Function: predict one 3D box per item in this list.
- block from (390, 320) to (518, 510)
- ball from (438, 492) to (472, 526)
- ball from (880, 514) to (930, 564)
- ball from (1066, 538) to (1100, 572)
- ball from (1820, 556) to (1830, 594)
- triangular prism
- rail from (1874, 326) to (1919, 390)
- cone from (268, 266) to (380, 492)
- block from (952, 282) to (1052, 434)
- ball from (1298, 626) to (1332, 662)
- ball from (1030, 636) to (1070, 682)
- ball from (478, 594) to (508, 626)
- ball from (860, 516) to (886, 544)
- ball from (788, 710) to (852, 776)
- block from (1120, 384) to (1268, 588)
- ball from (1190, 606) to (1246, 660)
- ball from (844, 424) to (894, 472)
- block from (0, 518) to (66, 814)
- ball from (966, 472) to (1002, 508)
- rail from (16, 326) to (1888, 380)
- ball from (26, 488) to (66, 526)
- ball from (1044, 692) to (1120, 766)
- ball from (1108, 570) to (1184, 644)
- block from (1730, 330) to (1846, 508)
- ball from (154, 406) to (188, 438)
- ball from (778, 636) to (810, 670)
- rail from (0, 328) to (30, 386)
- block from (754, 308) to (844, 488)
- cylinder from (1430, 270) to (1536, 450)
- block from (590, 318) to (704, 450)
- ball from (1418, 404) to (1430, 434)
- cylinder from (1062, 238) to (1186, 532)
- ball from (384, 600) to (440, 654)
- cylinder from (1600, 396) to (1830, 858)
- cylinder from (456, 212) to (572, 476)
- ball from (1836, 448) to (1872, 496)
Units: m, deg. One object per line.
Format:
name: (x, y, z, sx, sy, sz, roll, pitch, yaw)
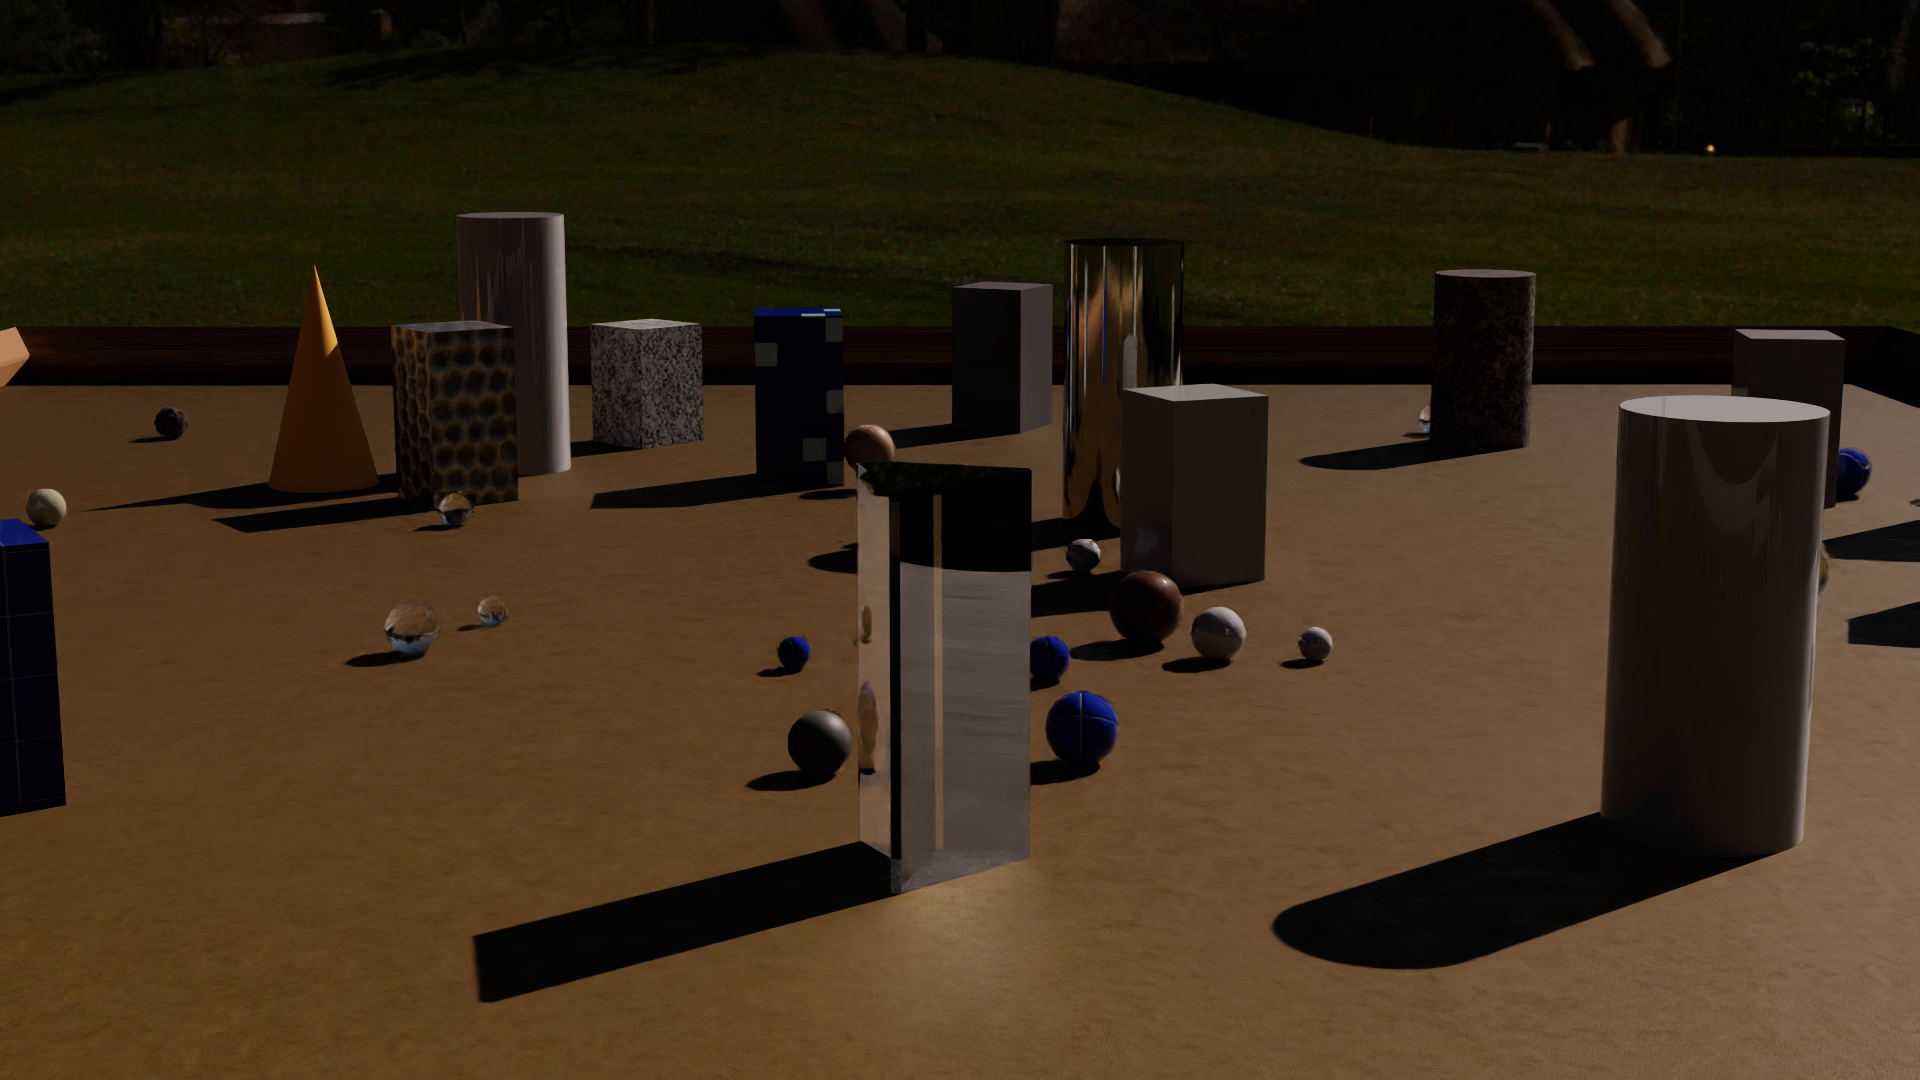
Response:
block: (-0.848, -0.213, 4.307, 0.152, 0.292, 0.152, -7, 13, -35)
ball: (-0.803, -0.049, 4.079, 0.052, 0.052, 0.052, 0, 11, 0)
ball: (-0.081, -0.001, 3.766, 0.074, 0.074, 0.074, 0, 11, 0)
ball: (0.178, 0.022, 3.706, 0.050, 0.050, 0.050, 0, 11, 0)
ball: (1.151, 0.047, 3.511, 0.074, 0.074, 0.074, 0, 11, 0)
triangular prism: (-0.044, 0.115, 2.349, 0.164, 0.364, 0.142, -10, 14, -42)
rail: (2.142, 0.029, 3.461, 0.045, 0.123, 5.069, 0, 11, 0)
cone: (-1.112, -0.287, 4.454, 0.190, 0.384, 0.190, 0, 11, 0)
block: (0.085, -0.370, 5.169, 0.152, 0.285, 0.152, 5, 12, 26)
ball: (0.437, 0.128, 3.158, 0.042, 0.042, 0.042, 0, 11, 0)
ball: (0.105, 0.141, 3.056, 0.054, 0.054, 0.054, 0, 11, 0)
ball: (-0.611, 0.092, 3.359, 0.040, 0.040, 0.040, 0, 11, 0)
ball: (-0.133, -0.015, 3.924, 0.044, 0.044, 0.044, 0, 11, 0)
ball: (-0.145, 0.210, 2.653, 0.067, 0.067, 0.067, 0, 11, 0)
block: (0.333, -0.079, 3.662, 0.152, 0.265, 0.152, -5, 12, -24)
ball: (0.318, 0.115, 3.159, 0.067, 0.067, 0.067, 0, 11, 0)
ball: (-0.156, -0.156, 4.415, 0.087, 0.087, 0.087, 0, 11, 0)
block: (-0.991, 0.128, 2.551, 0.152, 0.266, 0.152, -6, 12, -30)
ball: (0.039, -0.084, 4.251, 0.059, 0.059, 0.059, 0, 11, 0)
rail: (-0.014, -0.428, 5.918, 4.331, 0.123, 0.045, 0, 11, 0)
ball: (-1.450, -0.052, 4.071, 0.061, 0.061, 0.061, 0, 11, 0)
ball: (0.128, 0.198, 2.688, 0.078, 0.078, 0.078, 0, 11, 0)
ball: (0.236, 0.085, 3.246, 0.095, 0.095, 0.095, 0, 11, 0)
block: (1.385, -0.206, 4.309, 0.152, 0.278, 0.152, 1, 11, 7)
ball: (-1.546, -0.230, 5.030, 0.061, 0.061, 0.061, 0, 11, 0)
ball: (-0.201, 0.137, 3.115, 0.041, 0.041, 0.041, 0, 11, 0)
rail: (-2.142, 0.034, 3.437, 0.045, 0.123, 5.069, 0, 11, 0)
block: (-0.284, -0.253, 4.507, 0.152, 0.297, 0.152, -1, 11, -5)
cylinder: (1.006, -0.349, 4.939, 0.190, 0.328, 0.190, 0, 11, 0)
block: (-0.606, -0.305, 4.971, 0.152, 0.229, 0.152, 10, 15, 43)
ball: (0.940, -0.242, 5.087, 0.063, 0.063, 0.063, 0, 11, 0)
cylinder: (0.259, -0.248, 4.073, 0.190, 0.447, 0.190, 0, 11, 0)
ball: (-0.681, 0.109, 3.191, 0.068, 0.068, 0.068, 0, 11, 0)
cylinder: (0.715, 0.077, 2.437, 0.190, 0.407, 0.190, 0, 11, 0)
cylinder: (-0.802, -0.355, 4.620, 0.190, 0.457, 0.190, 0, 11, 0)
ball: (1.509, -0.116, 4.367, 0.079, 0.079, 0.079, 0, 11, 0)
